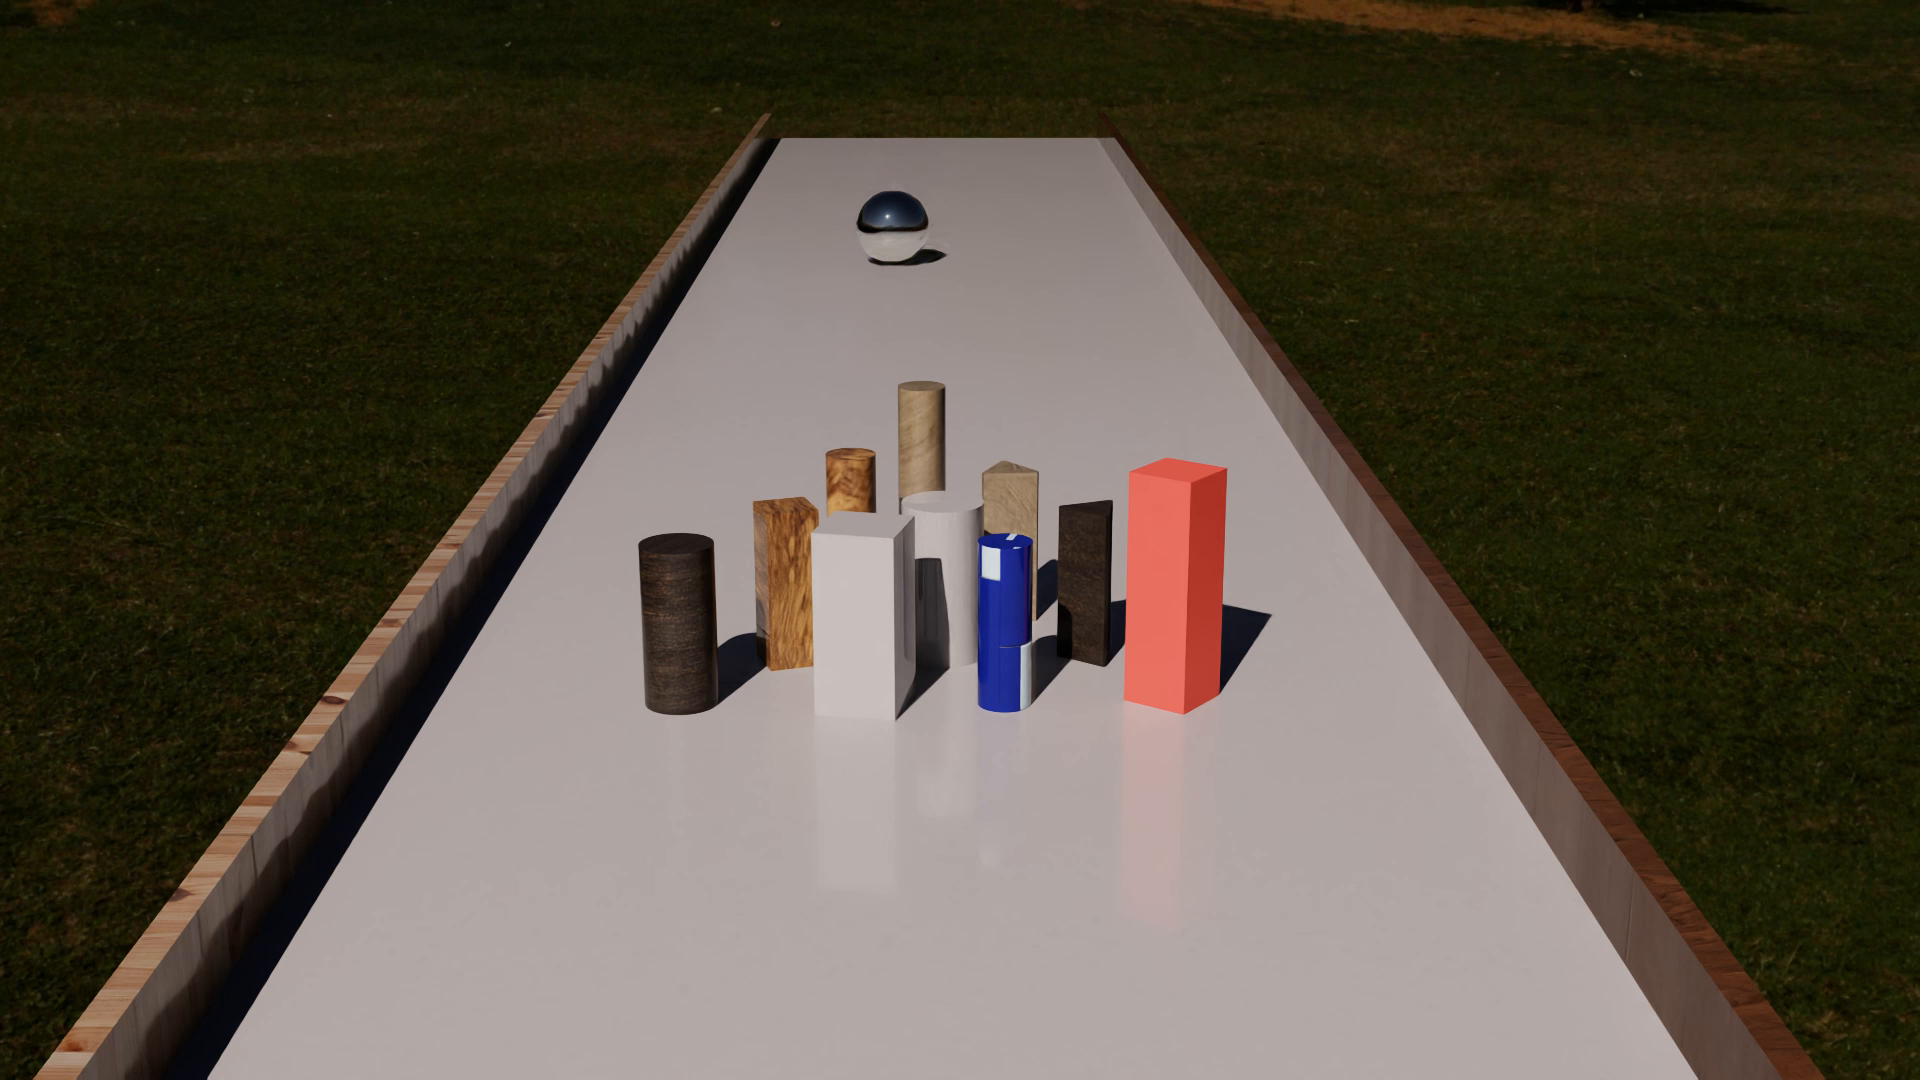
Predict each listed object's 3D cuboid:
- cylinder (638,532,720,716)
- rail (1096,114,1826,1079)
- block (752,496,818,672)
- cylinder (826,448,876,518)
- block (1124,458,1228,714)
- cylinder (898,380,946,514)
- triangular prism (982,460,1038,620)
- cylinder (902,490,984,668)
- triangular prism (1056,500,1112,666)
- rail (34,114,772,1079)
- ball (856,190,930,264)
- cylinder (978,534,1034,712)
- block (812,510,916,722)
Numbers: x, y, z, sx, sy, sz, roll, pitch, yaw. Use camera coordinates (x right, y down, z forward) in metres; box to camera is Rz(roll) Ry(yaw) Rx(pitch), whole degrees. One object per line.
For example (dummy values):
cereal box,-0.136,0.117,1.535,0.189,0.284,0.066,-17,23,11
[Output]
cylinder,-0.529,0.157,4.144,0.141,0.315,0.141,0,17,0
rail,0.932,-0.844,7.801,0.050,0.150,12.000,0,17,-1
block,-0.343,0.087,4.371,0.105,0.322,0.105,-6,18,-19
cylinder,-0.229,-0.013,4.656,0.106,0.350,0.106,0,17,0
block,0.406,0.086,4.148,0.132,0.451,0.132,12,20,35
cylinder,-0.084,-0.121,4.851,0.105,0.447,0.105,0,17,0
triangular prism,0.098,0.002,4.647,0.117,0.326,0.101,-2,17,-7
cylinder,-0.034,0.078,4.402,0.164,0.321,0.164,0,17,0
triangular prism,0.272,0.081,4.405,0.117,0.313,0.101,12,20,35
rail,-1.118,-0.838,7.780,0.050,0.150,12.000,0,17,-1
ball,-0.275,-1.281,9.008,0.300,0.300,0.300,0,17,0
cylinder,0.084,0.156,4.138,0.103,0.321,0.103,0,17,0
block,-0.179,0.141,4.130,0.156,0.355,0.156,4,17,13
